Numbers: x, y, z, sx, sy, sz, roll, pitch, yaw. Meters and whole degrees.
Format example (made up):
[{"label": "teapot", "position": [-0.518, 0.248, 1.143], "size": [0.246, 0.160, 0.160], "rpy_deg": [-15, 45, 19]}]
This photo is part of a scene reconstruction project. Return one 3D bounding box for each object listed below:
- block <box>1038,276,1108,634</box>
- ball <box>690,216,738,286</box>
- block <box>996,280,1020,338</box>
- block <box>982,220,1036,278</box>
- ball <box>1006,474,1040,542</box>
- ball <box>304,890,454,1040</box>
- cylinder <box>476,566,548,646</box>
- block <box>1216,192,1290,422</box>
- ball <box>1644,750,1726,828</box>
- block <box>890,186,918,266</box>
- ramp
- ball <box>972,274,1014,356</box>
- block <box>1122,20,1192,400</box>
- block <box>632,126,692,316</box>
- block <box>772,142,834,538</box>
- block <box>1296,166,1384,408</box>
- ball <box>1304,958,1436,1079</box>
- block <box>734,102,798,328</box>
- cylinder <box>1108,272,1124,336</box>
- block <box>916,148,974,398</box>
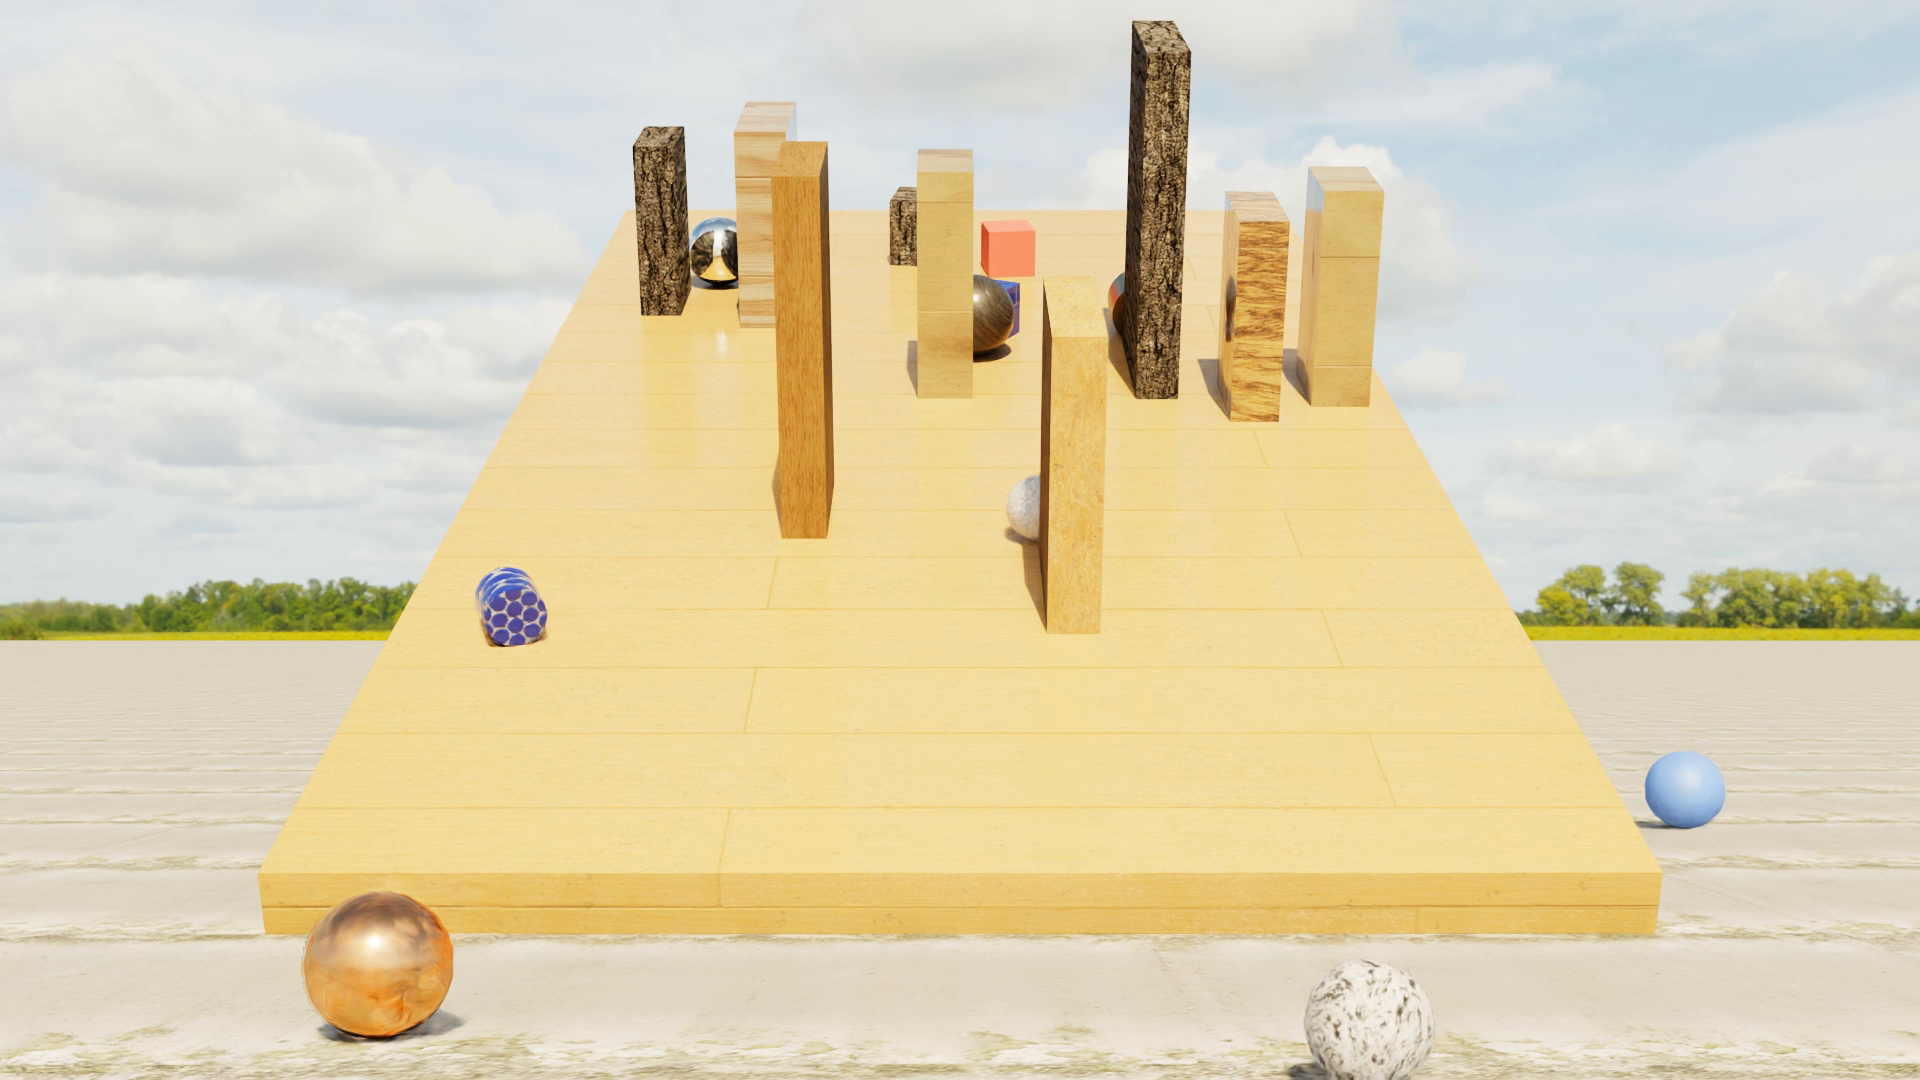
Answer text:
[{"label": "block", "position": [0.200, -0.159, 4.116], "size": [0.094, 0.544, 0.391], "rpy_deg": [0, 22, 0]}, {"label": "ball", "position": [-0.645, -0.775, 6.149], "size": [0.183, 0.183, 0.183], "rpy_deg": [0, -2, 0]}, {"label": "block", "position": [0.064, -0.572, 5.717], "size": [0.128, 0.128, 0.128], "rpy_deg": [11, 24, 25]}, {"label": "block", "position": [0.132, -0.799, 6.286], "size": [0.128, 0.128, 0.128], "rpy_deg": [-3, 22, -8]}, {"label": "ball", "position": [0.152, -0.062, 4.435], "size": [0.129, 0.129, 0.129], "rpy_deg": [0, -2, 0]}, {"label": "ball", "position": [-0.620, 0.454, 2.447], "size": [0.156, 0.156, 0.156], "rpy_deg": [0, -2, 0]}, {"label": "cylinder", "position": [-0.786, 0.116, 4.011], "size": [0.107, 0.107, 0.107], "rpy_deg": [1, 20, -21]}, {"label": "block", "position": [0.657, -0.528, 5.164], "size": [0.109, 0.457, 0.284], "rpy_deg": [0, 22, 0]}, {"label": "ball", "position": [1.608, 0.554, 5.084], "size": [0.173, 0.173, 0.173], "rpy_deg": [0, -2, 0]}, {"label": "block", "position": [-0.093, -0.876, 6.407], "size": [0.181, 0.181, 0.181], "rpy_deg": [3, 22, 7]}, {"label": "ramp", "position": [-0.006, -0.219, 5.137], "size": [2.000, 0.100, 4.000], "rpy_deg": [0, 22, 0]}, {"label": "ball", "position": [0.033, -0.544, 5.549], "size": [0.199, 0.199, 0.199], "rpy_deg": [0, -2, 0]}, {"label": "block", "position": [0.452, -0.771, 5.320], "size": [0.097, 0.791, 0.434], "rpy_deg": [0, 22, 0]}, {"label": "block", "position": [-0.769, -0.827, 5.934], "size": [0.103, 0.438, 0.254], "rpy_deg": [0, 22, 0]}, {"label": "block", "position": [-0.303, -0.391, 4.468], "size": [0.088, 0.713, 0.310], "rpy_deg": [0, 22, 0]}, {"label": "block", "position": [0.865, -0.580, 5.238], "size": [0.132, 0.499, 0.247], "rpy_deg": [0, 22, 0]}, {"label": "ball", "position": [0.388, 0.459, 2.175], "size": [0.123, 0.123, 0.123], "rpy_deg": [0, -2, 0]}, {"label": "block", "position": [-0.491, -0.840, 5.885], "size": [0.129, 0.498, 0.393], "rpy_deg": [0, 22, 0]}, {"label": "cylinder", "position": [0.450, -0.583, 5.712], "size": [0.153, 0.153, 0.153], "rpy_deg": [0, 22, -1]}, {"label": "block", "position": [-0.034, -0.614, 5.283], "size": [0.126, 0.527, 0.243], "rpy_deg": [0, 22, 0]}]
